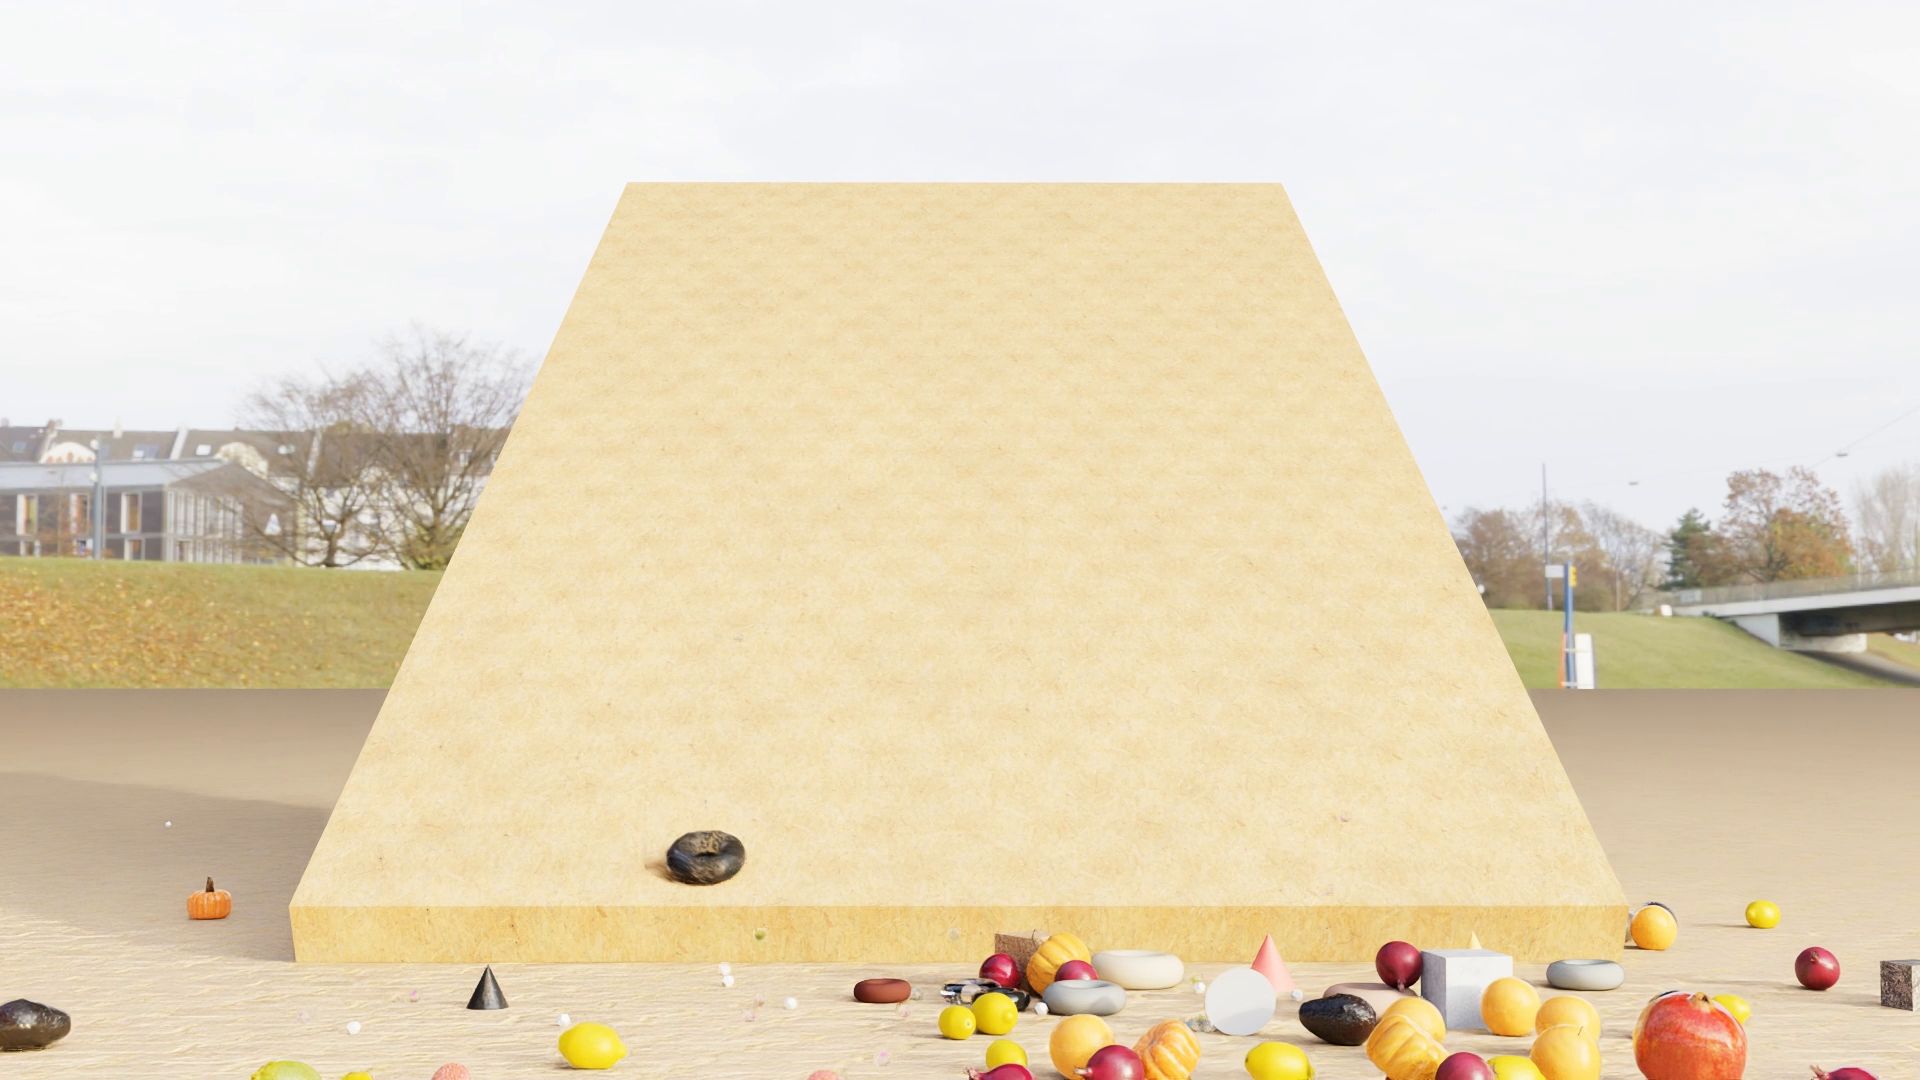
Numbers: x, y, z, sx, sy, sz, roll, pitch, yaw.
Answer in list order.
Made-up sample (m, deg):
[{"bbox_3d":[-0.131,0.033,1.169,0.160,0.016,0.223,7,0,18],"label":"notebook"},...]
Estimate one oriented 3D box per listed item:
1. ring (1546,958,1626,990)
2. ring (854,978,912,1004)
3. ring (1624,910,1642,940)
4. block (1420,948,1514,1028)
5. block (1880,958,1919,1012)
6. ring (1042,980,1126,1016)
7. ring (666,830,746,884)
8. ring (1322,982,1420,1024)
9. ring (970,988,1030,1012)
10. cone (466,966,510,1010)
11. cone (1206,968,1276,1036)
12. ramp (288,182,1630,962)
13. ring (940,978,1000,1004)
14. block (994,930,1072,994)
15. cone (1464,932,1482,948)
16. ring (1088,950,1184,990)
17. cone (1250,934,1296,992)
[{"bbox_3d":[0.866,0.602,3.226,0.106,0.035,0.106,-1,-4,0],"label":"ring"},{"bbox_3d":[-0.103,0.599,3.093,0.077,0.026,0.077,-1,-3,0],"label":"ring"},{"bbox_3d":[1.043,0.632,3.825,0.148,0.049,0.148,-1,-5,0],"label":"ring"},{"bbox_3d":[0.628,0.556,2.891,0.086,0.086,0.086,1,-4,-10],"label":"block"},{"bbox_3d":[1.240,0.578,3.028,0.058,0.058,0.058,1,-4,-20],"label":"block"},{"bbox_3d":[0.159,0.587,2.986,0.109,0.036,0.109,0,-2,0],"label":"ring"},{"bbox_3d":[-0.388,0.484,3.561,0.122,0.041,0.122,1,23,0],"label":"ring"},{"bbox_3d":[0.516,0.581,2.928,0.122,0.041,0.122,1,-4,0],"label":"ring"},{"bbox_3d":[0.052,0.593,3.003,0.077,0.026,0.077,-1,-4,0],"label":"ring"},{"bbox_3d":[-0.614,0.579,3.030,0.056,0.056,0.056,0,-3,0],"label":"cone"},{"bbox_3d":[0.347,0.577,2.837,0.085,0.085,0.085,-1,-30,16],"label":"cone"},{"bbox_3d":[-0.008,-0.228,5.319,2.000,0.100,4.000,0,24,0],"label":"ramp"},{"bbox_3d":[0.015,0.597,3.081,0.082,0.027,0.082,-1,-2,0],"label":"ring"},{"bbox_3d":[0.101,0.580,3.200,0.076,0.076,0.076,2,-4,-35],"label":"block"},{"bbox_3d":[0.723,0.587,3.280,0.072,0.072,0.072,0,-4,0],"label":"cone"},{"bbox_3d":[0.244,0.599,3.247,0.136,0.045,0.136,1,-4,0],"label":"ring"},{"bbox_3d":[0.427,0.581,3.220,0.077,0.077,0.077,0,-3,0],"label":"cone"}]
